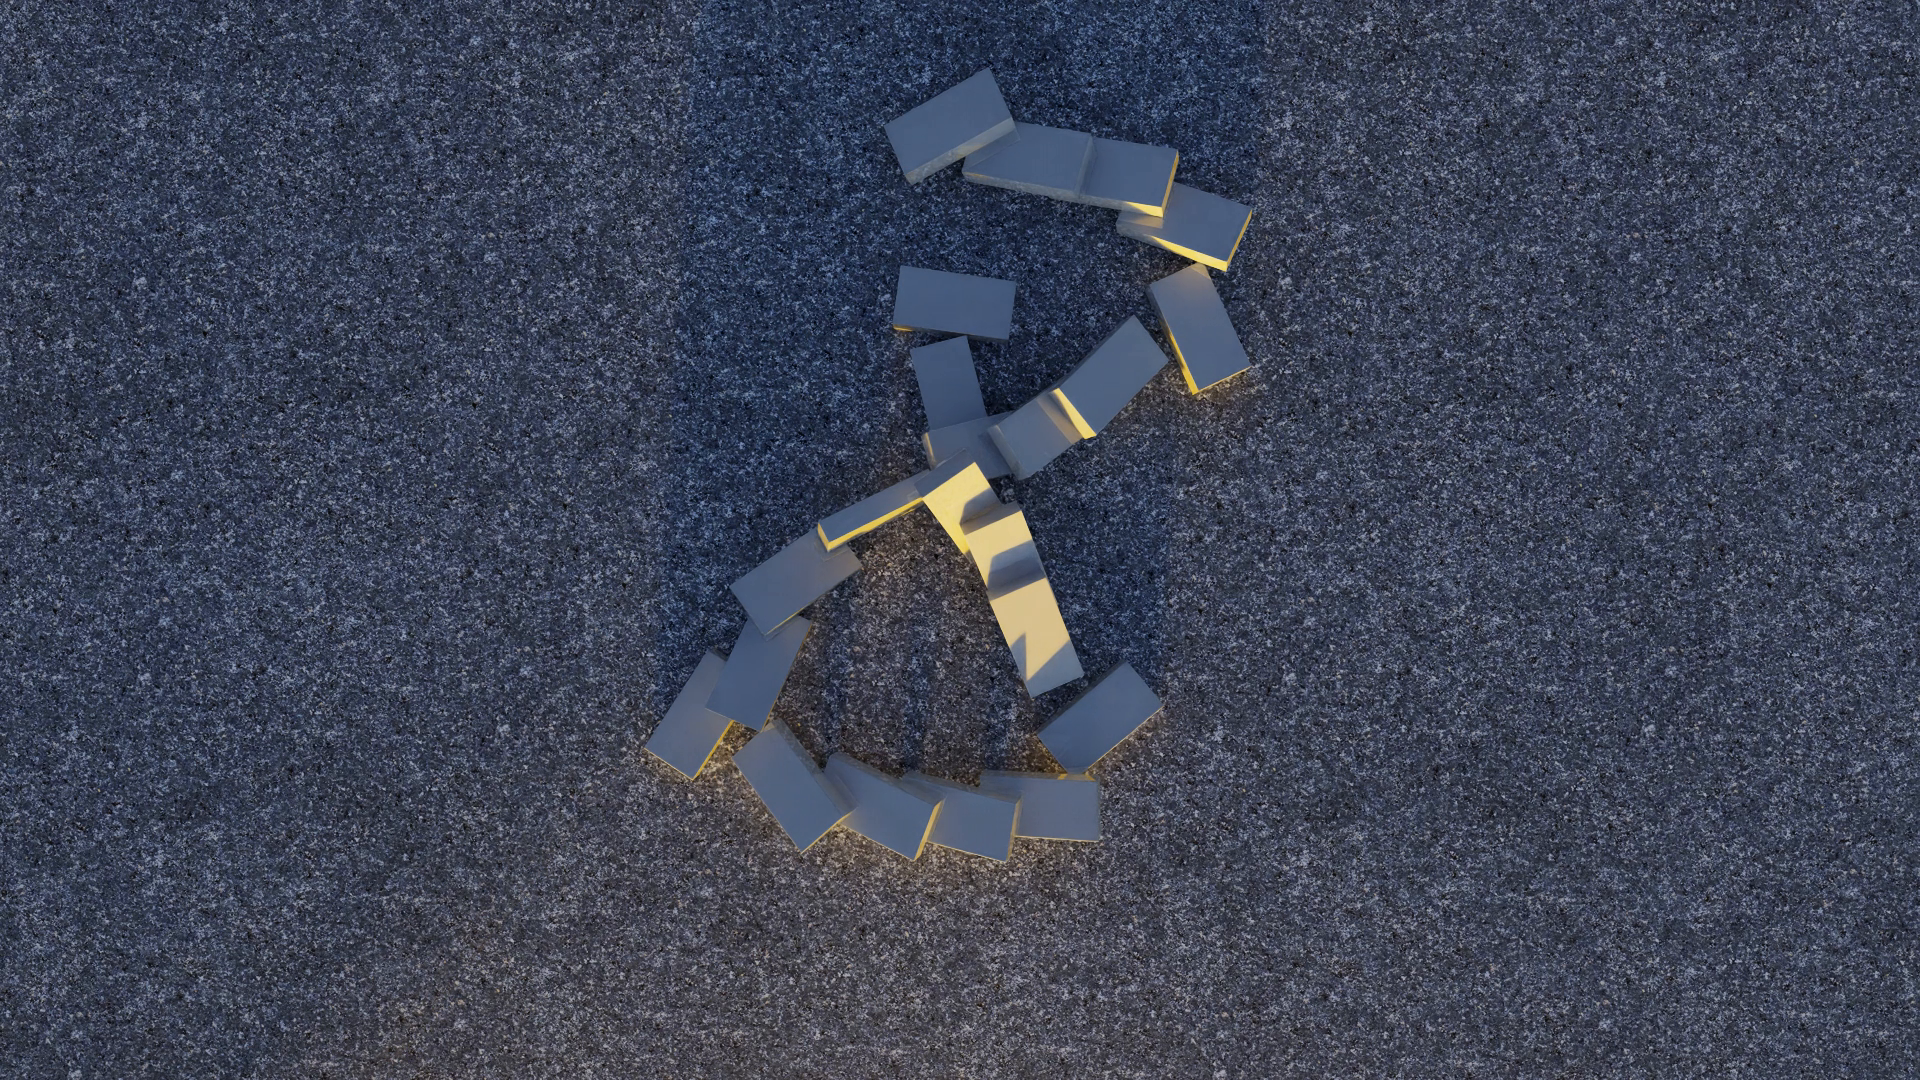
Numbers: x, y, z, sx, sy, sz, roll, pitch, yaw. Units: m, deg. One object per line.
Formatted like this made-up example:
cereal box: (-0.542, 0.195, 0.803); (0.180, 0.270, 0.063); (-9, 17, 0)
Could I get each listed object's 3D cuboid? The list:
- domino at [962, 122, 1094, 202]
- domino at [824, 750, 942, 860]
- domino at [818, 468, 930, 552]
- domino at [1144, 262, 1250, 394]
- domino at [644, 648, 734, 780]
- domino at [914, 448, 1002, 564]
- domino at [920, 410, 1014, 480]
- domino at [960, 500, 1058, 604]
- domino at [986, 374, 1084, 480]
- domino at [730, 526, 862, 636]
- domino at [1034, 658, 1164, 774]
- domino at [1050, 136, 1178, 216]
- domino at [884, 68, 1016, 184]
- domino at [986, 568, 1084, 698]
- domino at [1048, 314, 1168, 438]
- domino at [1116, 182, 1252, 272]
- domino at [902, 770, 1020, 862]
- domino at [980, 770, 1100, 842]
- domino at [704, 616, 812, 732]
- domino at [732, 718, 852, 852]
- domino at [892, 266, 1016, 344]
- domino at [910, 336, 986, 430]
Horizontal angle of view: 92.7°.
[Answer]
domino: (0.028, -0.162, 0.389); (0.050, 0.009, 0.025); (16, 90, 15)
domino: (-0.036, 0.112, 0.388); (0.050, 0.010, 0.025); (22, 94, 15)
domino: (-0.035, -0.012, 0.382); (0.050, 0.025, 0.010); (-27, 86, -13)
domino: (0.102, -0.091, 0.395); (0.025, 0.009, 0.050); (-25, 90, 0)
domino: (-0.111, 0.075, 0.395); (0.025, 0.010, 0.050); (33, 90, 0)
domino: (0.003, -0.013, 0.378); (0.025, 0.050, 0.009); (-34, 49, 2)
domino: (0.011, -0.038, 0.384); (0.050, 0.010, 0.025); (-16, 91, -18)
domino: (0.021, 0.011, 0.383); (0.025, 0.010, 0.050); (-24, 120, 0)
domino: (0.038, -0.049, 0.384); (0.050, 0.010, 0.025); (-37, 99, -24)
domino: (-0.069, 0.016, 0.389); (0.050, 0.009, 0.025); (-36, 88, -15)
domino: (0.060, 0.077, 0.395); (0.050, 0.010, 0.025); (-40, 90, 0)
domino: (0.064, -0.155, 0.388); (0.050, 0.010, 0.025); (16, 90, 16)
domino: (-0.005, -0.175, 0.388); (0.050, 0.010, 0.025); (-24, 80, 11)
domino: (0.032, 0.040, 0.386); (0.025, 0.009, 0.050); (-23, 112, 0)
domino: (0.063, -0.069, 0.385); (0.050, 0.010, 0.025); (-45, 103, -18)
domino: (0.095, -0.136, 0.389); (0.050, 0.009, 0.025); (25, 90, 15)
domino: (-0.001, 0.117, 0.388); (0.050, 0.010, 0.025); (10, 92, 15)
domino: (0.034, 0.112, 0.389); (0.050, 0.009, 0.025); (-1, 90, 15)
domino: (-0.085, 0.053, 0.388); (0.025, 0.010, 0.050); (24, 74, -3)
domino: (-0.072, 0.104, 0.388); (0.025, 0.010, 0.050); (-43, 79, 10)
domino: (-0.002, -0.101, 0.395); (0.050, 0.009, 0.025); (8, 90, 0)
domino: (-0.003, -0.060, 0.395); (0.025, 0.010, 0.050); (-14, 90, 0)
